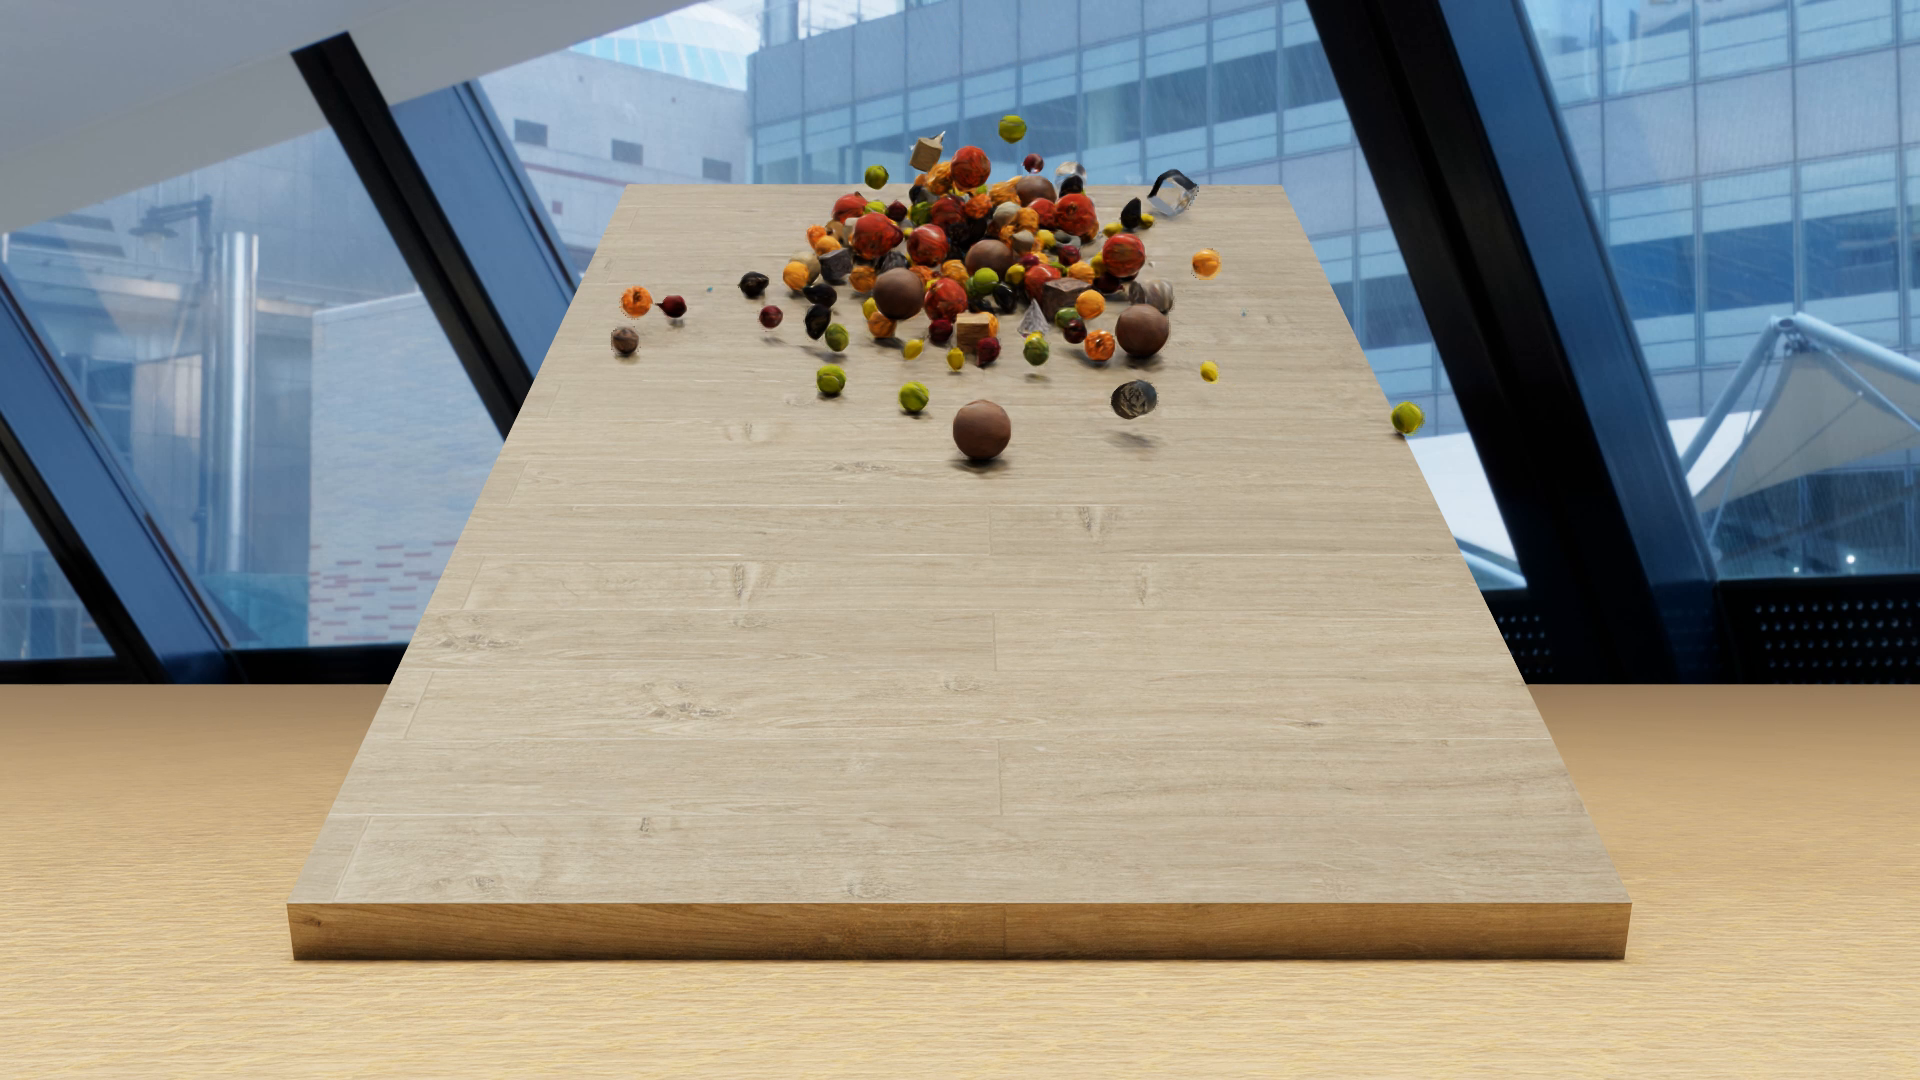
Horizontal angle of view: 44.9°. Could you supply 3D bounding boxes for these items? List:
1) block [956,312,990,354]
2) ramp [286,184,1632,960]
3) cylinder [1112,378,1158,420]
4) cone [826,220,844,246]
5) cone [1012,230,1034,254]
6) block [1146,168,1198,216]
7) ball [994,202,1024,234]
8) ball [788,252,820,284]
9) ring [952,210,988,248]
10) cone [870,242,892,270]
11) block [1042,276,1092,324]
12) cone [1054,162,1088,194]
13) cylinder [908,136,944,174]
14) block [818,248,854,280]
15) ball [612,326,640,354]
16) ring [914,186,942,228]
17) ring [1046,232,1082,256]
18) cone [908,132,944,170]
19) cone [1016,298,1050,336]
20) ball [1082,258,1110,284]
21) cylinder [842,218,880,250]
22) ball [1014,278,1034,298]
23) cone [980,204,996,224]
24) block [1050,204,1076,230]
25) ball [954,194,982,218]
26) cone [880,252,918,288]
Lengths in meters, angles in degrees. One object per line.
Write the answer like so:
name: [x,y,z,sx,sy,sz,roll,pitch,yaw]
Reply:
block: [0.031,-0.507,5.709,0.080,0.080,0.080,-1,24,-2]
ramp: [-0.008,-0.228,5.304,2.000,0.100,4.000,0,24,0]
cylinder: [0.386,-0.311,5.155,0.078,0.078,0.078,-2,13,29]
cone: [-0.360,-0.849,6.537,0.069,0.069,0.069,18,-35,13]
cone: [0.151,-0.790,6.100,0.065,0.065,0.065,-2,-11,32]
block: [0.621,-1.017,6.807,0.089,0.089,0.089,41,39,16]
ball: [0.136,-0.899,6.481,0.087,0.087,0.087,0,-3,0]
ball: [-0.414,-0.724,6.184,0.088,0.088,0.088,0,-3,0]
ring: [0.025,-0.869,6.497,0.120,0.120,0.040,-3,-24,44]
cone: [-0.186,-0.756,6.314,0.084,0.084,0.084,20,-10,-18]
block: [0.272,-0.611,5.933,0.089,0.089,0.089,-18,30,-36]
cone: [0.316,-1.025,6.546,0.096,0.096,0.096,0,2,-4]
cylinder: [-0.096,-1.095,6.615,0.076,0.076,0.076,20,23,-9]
block: [-0.333,-0.735,6.207,0.063,0.063,0.063,-29,19,-27]
ball: [-0.816,-0.488,5.680,0.066,0.066,0.066,0,-3,0]
ring: [-0.091,-0.944,6.583,0.041,0.123,0.123,7,-6,-27]
ring: [0.288,-0.824,6.471,0.104,0.035,0.104,1,33,-1]
cone: [-0.078,-1.139,6.713,0.100,0.100,0.100,41,7,-6]
cone: [0.186,-0.569,5.841,0.087,0.087,0.087,0,24,0]
ball: [0.362,-0.719,6.199,0.070,0.070,0.070,0,-3,0]
cylinder: [-0.275,-0.850,6.464,0.084,0.084,0.084,8,-2,9]
ball: [0.168,-0.659,6.085,0.054,0.054,0.054,0,-3,0]
cone: [0.097,-0.919,6.520,0.067,0.067,0.067,-13,-2,-6]
block: [0.296,-0.925,6.656,0.051,0.051,0.051,-16,0,-18]
ball: [0.023,-0.936,6.569,0.082,0.082,0.082,0,-3,0]
cone: [-0.144,-0.709,6.205,0.097,0.097,0.097,-3,-11,41]
